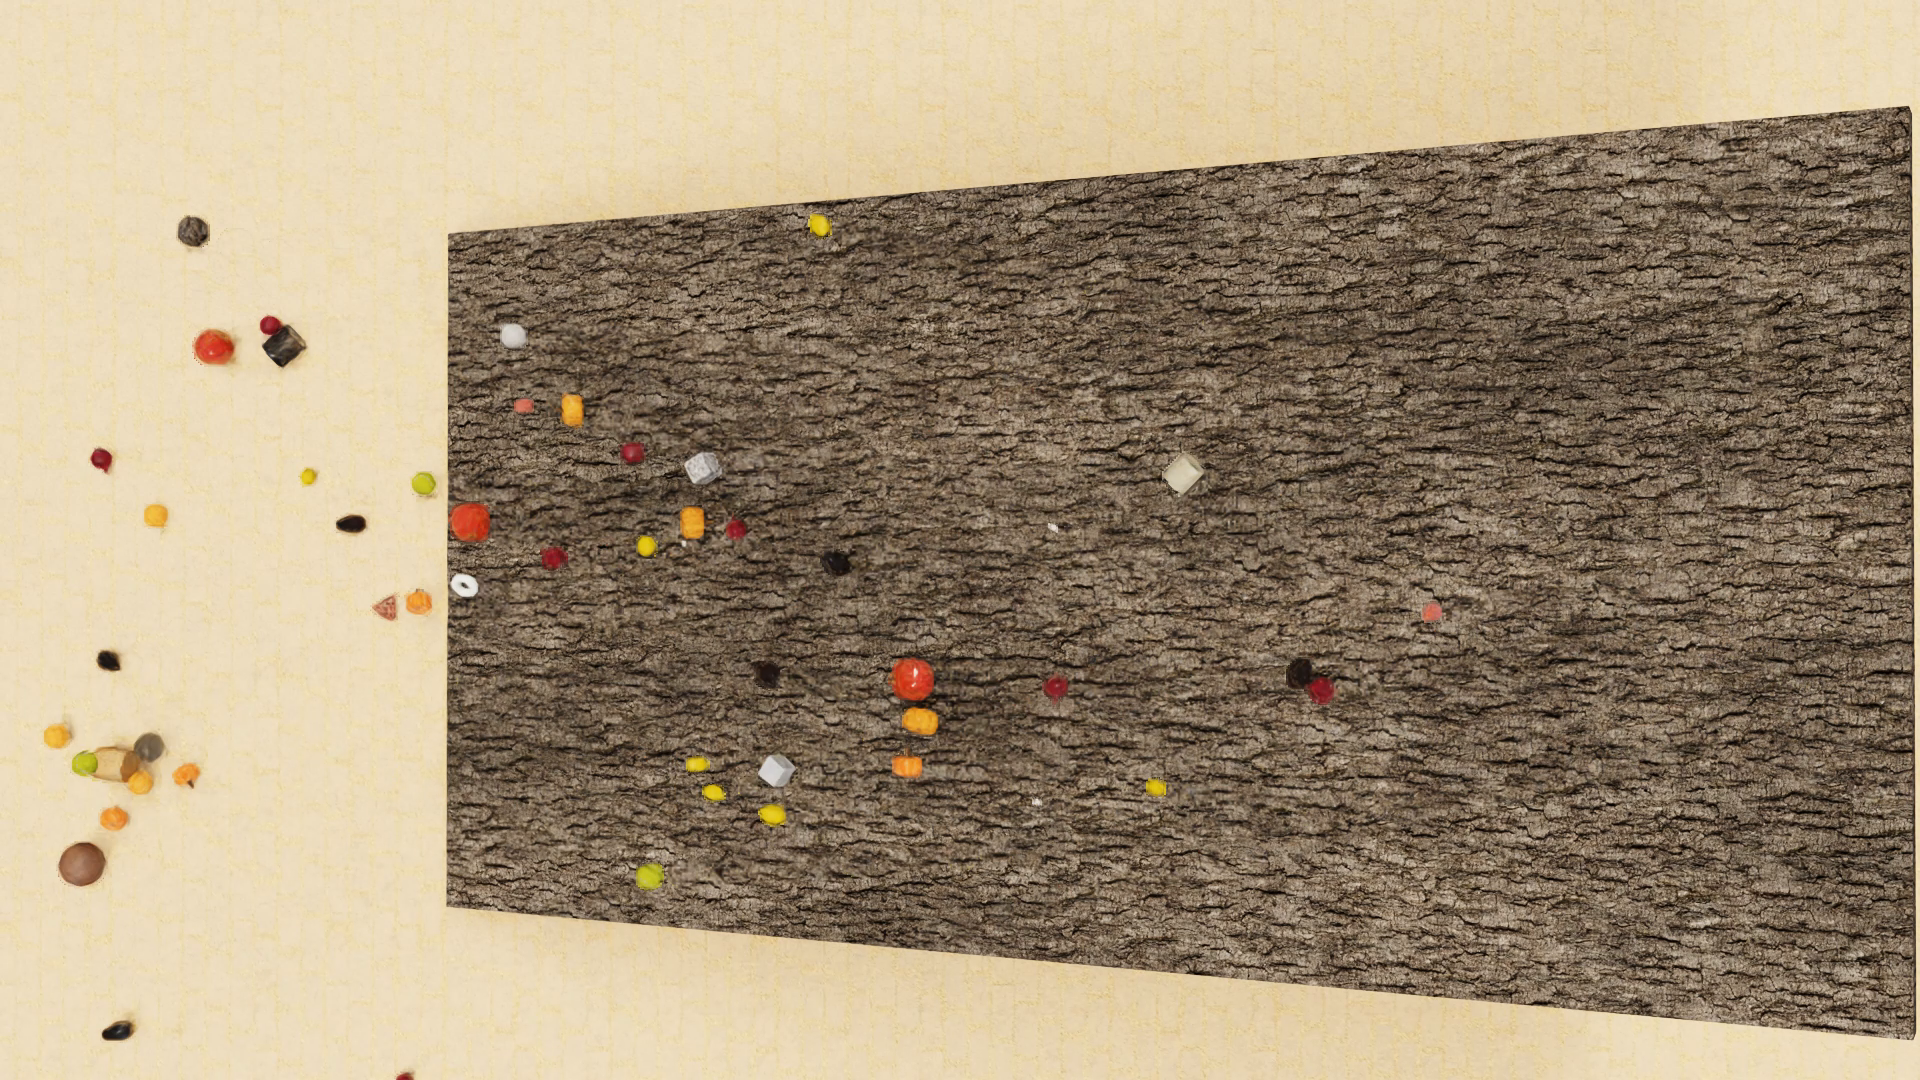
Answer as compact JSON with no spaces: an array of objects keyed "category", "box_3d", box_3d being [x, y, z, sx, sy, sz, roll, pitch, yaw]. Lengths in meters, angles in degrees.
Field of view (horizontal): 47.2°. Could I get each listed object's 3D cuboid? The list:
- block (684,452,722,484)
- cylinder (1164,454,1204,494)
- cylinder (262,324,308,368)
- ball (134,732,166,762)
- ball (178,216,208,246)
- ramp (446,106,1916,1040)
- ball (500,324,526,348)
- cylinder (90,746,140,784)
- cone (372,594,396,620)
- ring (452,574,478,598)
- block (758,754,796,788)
[{"category":"block","box_3d":[-0.709,-0.198,6.080,0.064,0.064,0.064,-31,76,24]},{"category":"cylinder","box_3d":[0.553,-0.164,5.425,0.072,0.072,0.072,-39,89,29]},{"category":"cylinder","box_3d":[-2.019,-0.580,6.578,0.093,0.093,0.093,-40,90,1]},{"category":"ball","box_3d":[-2.416,0.617,6.561,0.092,0.092,0.092,0,89,0]},{"category":"ball","box_3d":[-2.298,-0.924,6.586,0.089,0.089,0.089,0,89,0]},{"category":"ramp","box_3d":[0.278,0.079,5.661,4.000,0.100,2.000,0,89,27]},{"category":"ball","box_3d":[-1.295,-0.592,6.380,0.072,0.072,0.072,0,89,0]},{"category":"cylinder","box_3d":[-2.518,0.669,6.553,0.098,0.098,0.098,7,89,10]},{"category":"cone","box_3d":[-1.710,0.189,6.599,0.076,0.076,0.076,28,65,0]},{"category":"ring","box_3d":[-1.454,0.134,6.462,0.081,0.027,0.081,7,127,10]},{"category":"block","box_3d":[-0.495,0.625,5.963,0.061,0.061,0.061,38,106,22]}]
